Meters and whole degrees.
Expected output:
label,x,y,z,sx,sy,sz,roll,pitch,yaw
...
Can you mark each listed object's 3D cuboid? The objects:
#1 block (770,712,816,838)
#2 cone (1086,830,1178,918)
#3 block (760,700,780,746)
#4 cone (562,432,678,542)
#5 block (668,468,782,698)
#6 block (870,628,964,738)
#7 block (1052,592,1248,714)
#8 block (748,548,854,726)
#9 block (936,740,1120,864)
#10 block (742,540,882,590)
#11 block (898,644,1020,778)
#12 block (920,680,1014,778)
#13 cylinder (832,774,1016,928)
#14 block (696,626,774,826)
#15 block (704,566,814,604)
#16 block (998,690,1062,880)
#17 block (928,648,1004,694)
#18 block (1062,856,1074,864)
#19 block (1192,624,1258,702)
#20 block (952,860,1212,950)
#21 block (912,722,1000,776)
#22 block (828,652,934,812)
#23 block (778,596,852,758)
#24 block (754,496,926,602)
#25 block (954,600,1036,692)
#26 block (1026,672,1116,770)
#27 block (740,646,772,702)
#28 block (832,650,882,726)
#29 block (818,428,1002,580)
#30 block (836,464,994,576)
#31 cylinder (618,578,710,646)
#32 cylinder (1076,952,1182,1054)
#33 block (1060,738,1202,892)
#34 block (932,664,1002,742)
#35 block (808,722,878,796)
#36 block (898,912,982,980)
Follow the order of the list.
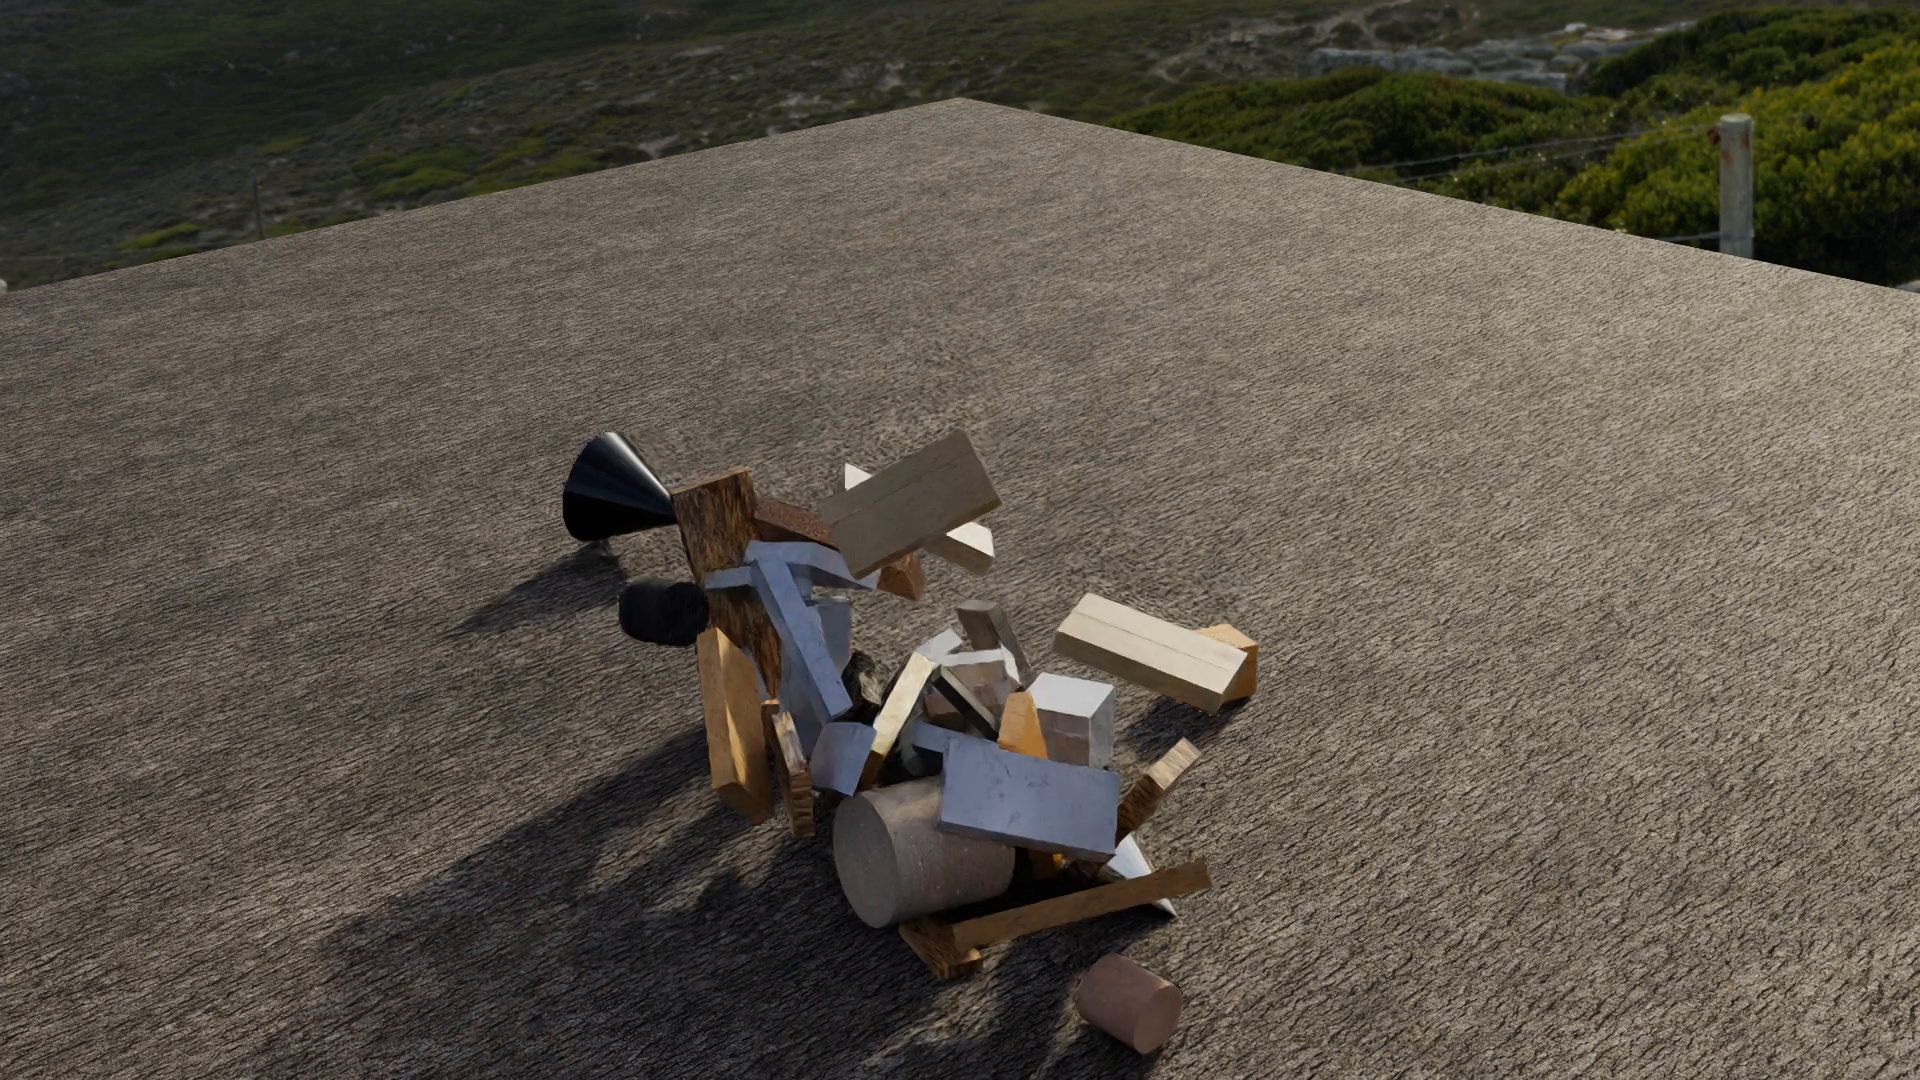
label,x,y,z,sx,sy,sz,roll,pitch,yaw
block,-0.313,0.436,4.104,0.036,0.128,0.256,-7,22,-11
cone,0.344,0.656,4.120,0.163,0.163,0.163,37,35,14
block,-0.335,0.384,4.732,0.186,0.093,0.026,-7,14,-16
cone,-0.805,-0.093,5.642,0.300,0.300,0.300,20,29,24
block,-0.484,0.109,4.825,0.173,0.508,0.049,-19,15,-15
block,-0.112,0.325,4.634,0.042,0.298,0.149,43,37,15
block,0.351,0.206,4.055,0.324,0.046,0.162,21,32,16
block,-0.299,0.182,4.109,0.046,0.324,0.162,-25,-6,-14
block,0.125,0.477,4.004,0.324,0.046,0.162,12,58,-9
block,-0.306,0.052,4.512,0.159,0.045,0.319,23,-10,-28
block,-0.003,0.356,4.617,0.298,0.042,0.149,-42,20,12
block,0.013,0.411,4.361,0.171,0.342,0.048,-9,52,-10
cylinder,-0.068,0.568,4.074,0.247,0.247,0.247,-9,24,-31
block,-0.428,0.352,4.176,0.045,0.159,0.349,-22,52,13
block,-0.428,0.096,4.652,0.142,0.040,0.283,14,-9,-23
block,0.140,0.470,4.214,0.046,0.324,0.162,-8,28,13
block,0.009,0.367,4.509,0.149,0.298,0.042,-5,31,-12
block,0.234,0.575,4.192,0.024,0.172,0.086,42,81,11
block,0.579,0.279,4.944,0.125,0.125,0.125,-11,26,-25
block,0.209,0.630,3.786,0.441,0.046,0.162,-14,-10,1
block,0.038,0.469,4.268,0.171,0.342,0.048,13,64,24
block,-0.149,0.374,4.238,0.048,0.171,0.342,29,32,0
block,-0.306,0.290,4.625,0.142,0.334,0.040,-6,17,-34
block,-0.250,0.020,4.588,0.346,0.173,0.049,20,71,15
block,0.093,0.261,4.758,0.036,0.277,0.128,-34,18,-27
block,0.219,0.398,4.609,0.164,0.164,0.164,9,24,20
block,-0.473,0.315,4.753,0.093,0.186,0.026,-32,51,-14
block,-0.214,0.331,4.347,0.040,0.142,0.283,25,12,-12
block,-0.097,-0.068,4.252,0.319,0.159,0.045,-28,-19,3
block,-0.098,-0.044,4.653,0.346,0.049,0.173,25,16,-10
cylinder,-0.610,0.148,4.531,0.134,0.134,0.134,-21,18,-41
cylinder,0.287,0.786,3.738,0.126,0.126,0.126,24,33,38
block,0.321,0.521,4.152,0.046,0.324,0.162,42,36,11
block,0.015,0.313,4.166,0.024,0.172,0.086,-43,8,9
block,-0.227,0.407,4.096,0.036,0.128,0.256,23,-11,-15
block,-0.037,0.735,3.994,0.086,0.024,0.172,-10,25,-25
